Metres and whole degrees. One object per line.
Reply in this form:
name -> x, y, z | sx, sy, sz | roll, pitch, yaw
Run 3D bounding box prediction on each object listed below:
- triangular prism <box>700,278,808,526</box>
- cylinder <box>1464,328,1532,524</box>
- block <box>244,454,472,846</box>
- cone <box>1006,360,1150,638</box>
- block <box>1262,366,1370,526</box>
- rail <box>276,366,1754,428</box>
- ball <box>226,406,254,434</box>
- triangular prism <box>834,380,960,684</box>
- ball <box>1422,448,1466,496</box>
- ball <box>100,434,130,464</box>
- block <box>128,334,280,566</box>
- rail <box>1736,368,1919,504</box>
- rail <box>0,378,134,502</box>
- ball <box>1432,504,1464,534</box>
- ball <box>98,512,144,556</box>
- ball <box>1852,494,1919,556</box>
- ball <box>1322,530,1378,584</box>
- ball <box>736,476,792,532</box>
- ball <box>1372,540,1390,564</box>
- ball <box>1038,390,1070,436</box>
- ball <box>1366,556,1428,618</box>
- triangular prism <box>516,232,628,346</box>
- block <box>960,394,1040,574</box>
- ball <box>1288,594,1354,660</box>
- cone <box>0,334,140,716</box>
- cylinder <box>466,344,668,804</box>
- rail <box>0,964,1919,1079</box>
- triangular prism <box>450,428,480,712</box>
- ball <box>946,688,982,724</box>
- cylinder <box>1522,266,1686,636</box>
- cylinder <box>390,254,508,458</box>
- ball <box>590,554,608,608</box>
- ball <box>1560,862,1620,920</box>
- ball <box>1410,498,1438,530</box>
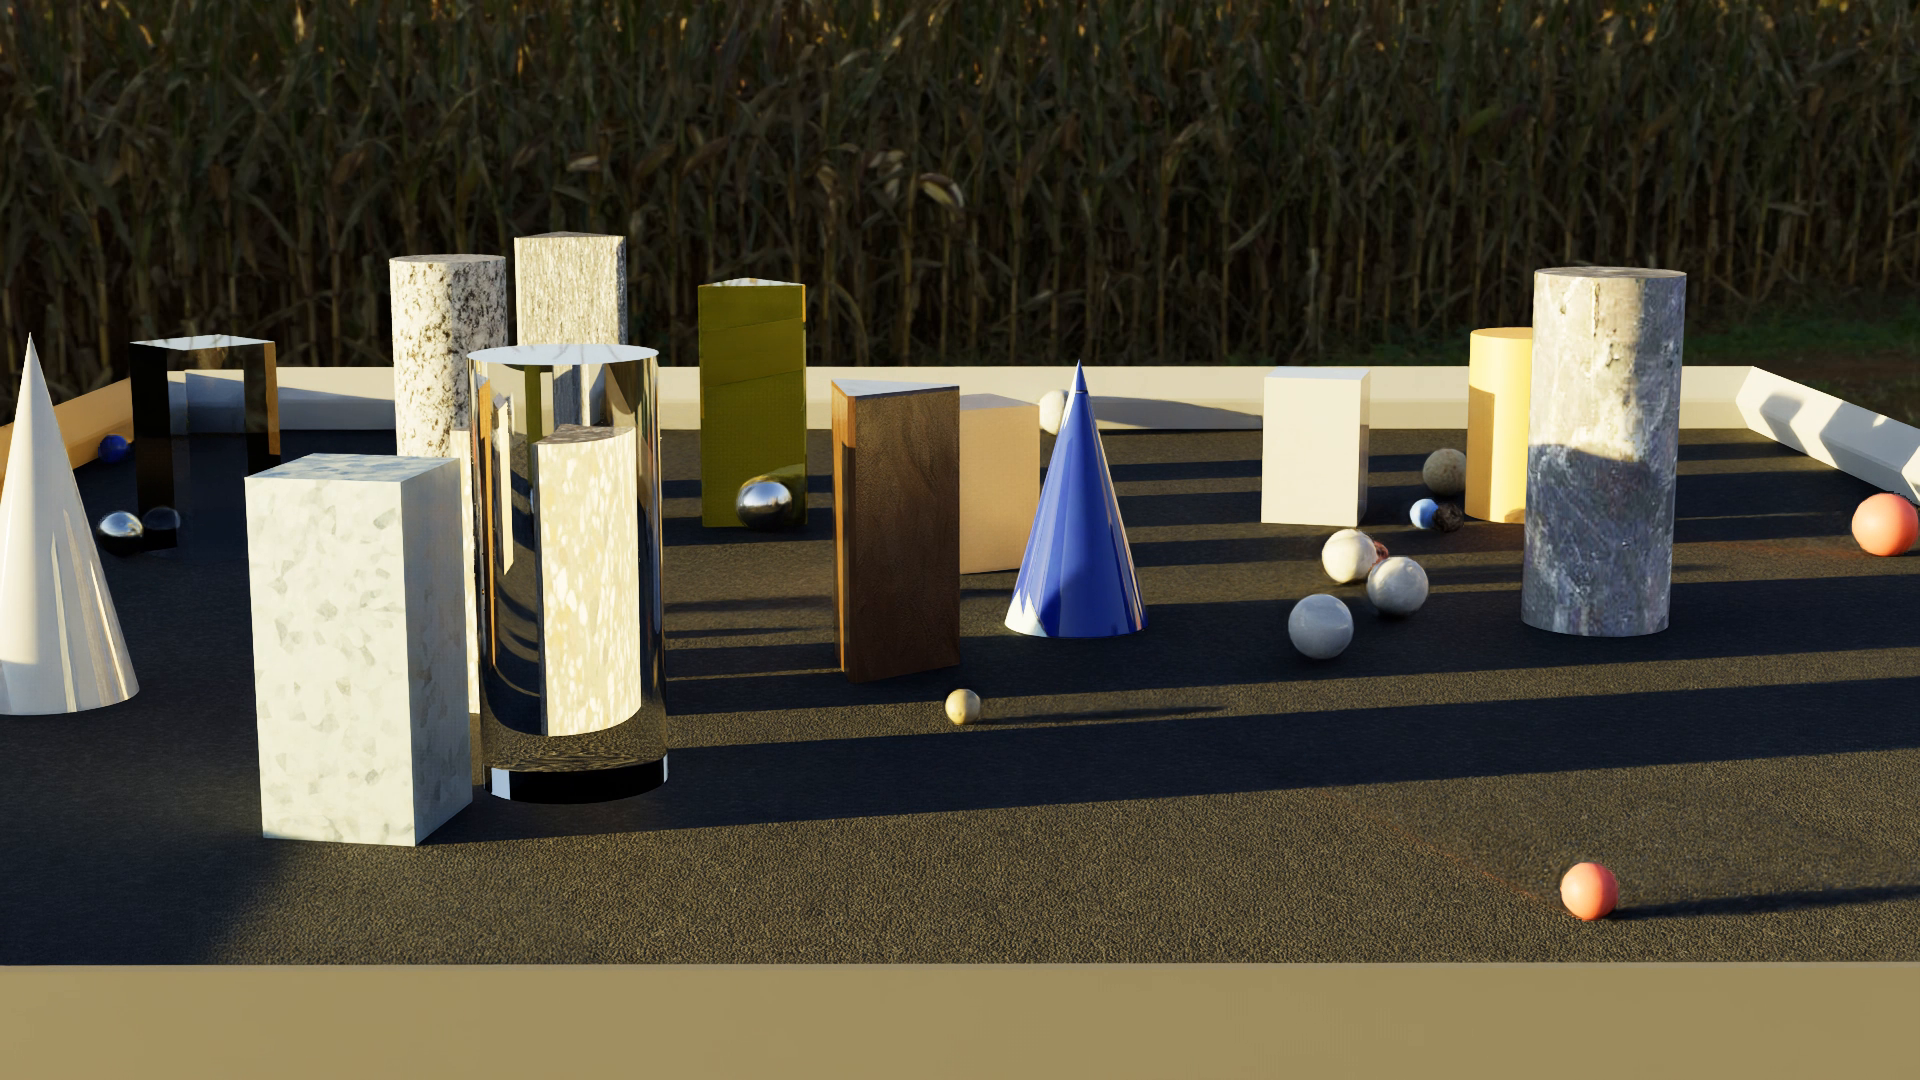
triangular prism -> -0.336, -0.224, 4.120 | 0.164, 0.382, 0.142 | -2, 11, -8
cylinder -> 0.921, -0.188, 4.165 | 0.190, 0.295, 0.190 | 0, 11, 0
block -> -0.575, 0.101, 2.470 | 0.152, 0.347, 0.152 | 2, 11, 10
cone -> 0.154, -0.063, 3.344 | 0.190, 0.350, 0.190 | 0, 11, 0
block -> 0.576, -0.153, 4.147 | 0.152, 0.234, 0.152 | 3, 11, 15
rail -> -0.010, -0.281, 5.129 | 3.206, 0.123, 0.045 | 0, 11, 0
ball -> -1.428, -0.238, 5.094 | 0.053, 0.053, 0.053 | 0, 11, 0
triangular prism -> -0.109, -0.018, 3.121 | 0.164, 0.344, 0.142 | -9, 14, -39
ball -> 0.827, -0.114, 4.351 | 0.082, 0.082, 0.082 | 0, 11, 0
ball -> -1.555, -0.168, 4.717 | 0.053, 0.053, 0.053 | 0, 11, 0
block -> -1.125, -0.138, 3.836 | 0.152, 0.317, 0.152 | 9, 14, 41
rail -> 1.579, 0.030, 3.458 | 0.045, 0.123, 3.465 | 0, 11, 0
rail -> -1.579, 0.033, 3.440 | 0.045, 0.123, 3.465 | 0, 11, 0
ball -> 0.764, -0.034, 4.015 | 0.047, 0.047, 0.047 | 0, 11, 0
ball -> -1.251, -0.009, 3.826 | 0.067, 0.067, 0.067 | 0, 11, 0
ball -> 1.380, -0.023, 3.826 | 0.094, 0.094, 0.094 | 0, 11, 0
ball -> 0.550, 0.024, 3.623 | 0.077, 0.077, 0.077 | 0, 11, 0
ball -> -0.308, -0.057, 4.030 | 0.088, 0.088, 0.088 | 0, 11, 0
ball -> 0.592, 0.026, 3.690 | 0.049, 0.049, 0.049 | 0, 11, 0
ball -> 0.197, -0.253, 5.069 | 0.091, 0.091, 0.091 | 0, 11, 0
ball -> 0.581, 0.062, 3.408 | 0.081, 0.081, 0.081 | 0, 11, 0
triangular prism -> -0.609, -0.245, 4.010 | 0.164, 0.464, 0.142 | -3, 11, -14
block -> 0.013, -0.084, 3.765 | 0.152, 0.238, 0.152 | -6, 12, -28
ball -> 0.446, 0.107, 3.167 | 0.080, 0.080, 0.080 | 0, 11, 0
cone -> -1.057, -0.028, 2.954 | 0.190, 0.424, 0.190 | 0, 11, 0
cylinder -> -0.396, 0.030, 2.603 | 0.190, 0.439, 0.190 | 0, 11, 0
rail -> 0.010, 0.345, 1.769 | 3.206, 0.123, 0.045 | 0, 11, 0
triangular prism -> -0.472, 0.027, 2.938 | 0.164, 0.322, 0.142 | 3, 11, 14
ball -> 0.004, 0.185, 2.857 | 0.040, 0.040, 0.040 | 0, 11, 0
cylinder -> 0.838, -0.119, 3.347 | 0.190, 0.459, 0.190 | 0, 11, 0
cylinder -> -0.854, -0.271, 4.316 | 0.190, 0.404, 0.190 | 0, 11, 0
ball -> -0.512, 0.056, 3.441 | 0.081, 0.081, 0.081 | 0, 11, 0
ball -> 0.542, 0.302, 2.208 | 0.049, 0.049, 0.049 | 0, 11, 0
ball -> 0.735, -0.041, 4.052 | 0.048, 0.048, 0.048 | 0, 11, 0
